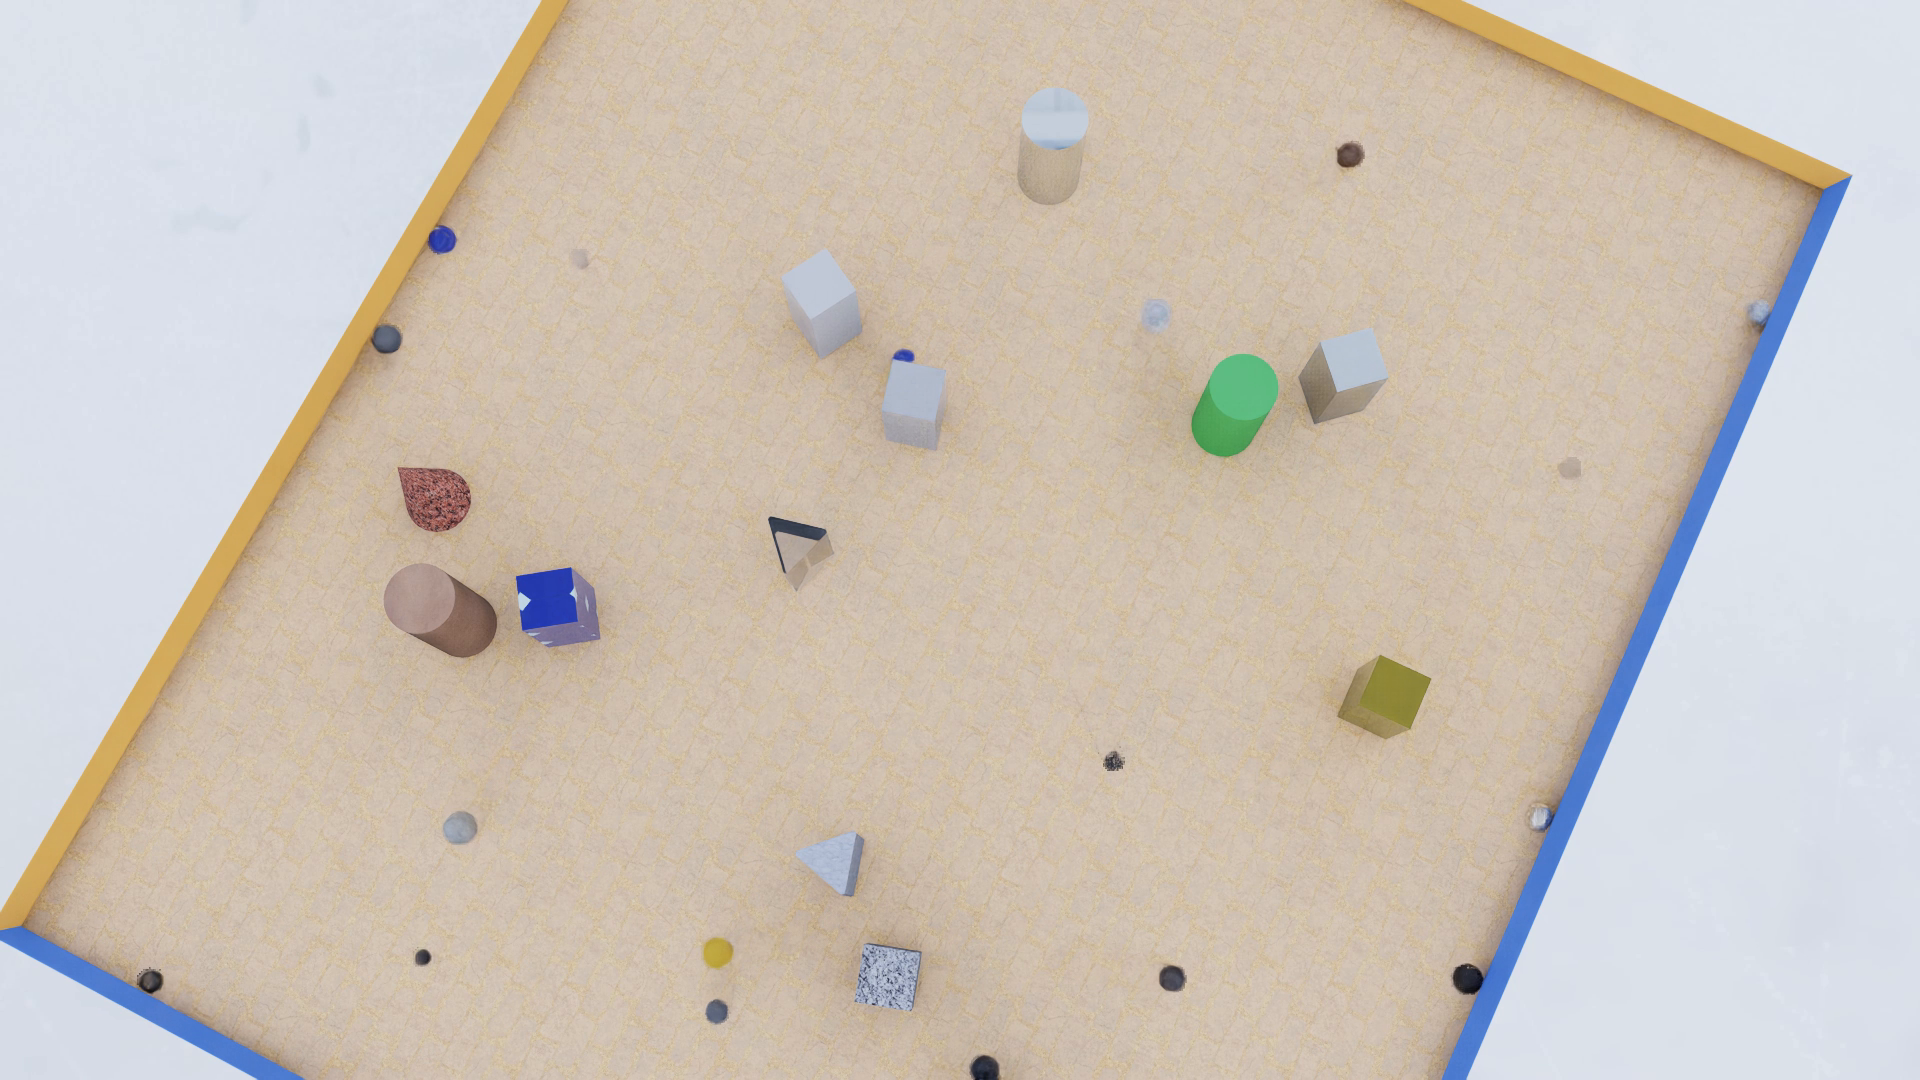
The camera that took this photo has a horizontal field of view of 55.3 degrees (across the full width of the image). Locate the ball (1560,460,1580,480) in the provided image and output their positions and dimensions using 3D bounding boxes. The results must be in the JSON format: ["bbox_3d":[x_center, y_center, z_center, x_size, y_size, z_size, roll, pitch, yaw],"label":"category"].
[{"bbox_3d":[1.874,-0.217,5.630,0.062,0.062,0.062,0,78,0],"label":"ball"}]

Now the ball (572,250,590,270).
[{"bbox_3d":[-1.194,-0.882,5.770,0.057,0.057,0.057,0,78,0],"label":"ball"}]

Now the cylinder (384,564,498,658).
[{"bbox_3d":[-1.505,0.210,5.332,0.200,0.472,0.200,0,78,0],"label":"cylinder"}]

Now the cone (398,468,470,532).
[{"bbox_3d":[-1.605,-0.165,5.435,0.200,0.423,0.200,0,78,0],"label":"cone"}]

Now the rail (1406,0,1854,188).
[{"bbox_3d":[1.010,-1.971,5.958,3.952,0.130,0.045,26,80,5],"label":"rail"}]

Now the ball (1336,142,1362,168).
[{"bbox_3d":[1.239,-1.223,5.828,0.081,0.081,0.081,0,78,0],"label":"ball"}]

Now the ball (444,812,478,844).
[{"bbox_3d":[-1.469,0.846,5.392,0.096,0.096,0.096,0,78,0],"label":"ball"}]

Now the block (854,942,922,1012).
[{"bbox_3d":[-0.202,1.243,5.223,0.160,0.266,0.160,9,78,2],"label":"block"}]

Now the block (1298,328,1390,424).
[{"bbox_3d":[1.155,-0.492,5.536,0.160,0.357,0.160,-16,79,-3],"label":"block"}]

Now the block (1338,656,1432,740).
[{"bbox_3d":[1.239,0.463,5.365,0.160,0.305,0.160,25,79,5],"label":"block"}]

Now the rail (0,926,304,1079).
[{"bbox_3d":[-1.010,1.985,5.138,3.952,0.130,0.045,26,80,5],"label":"rail"}]

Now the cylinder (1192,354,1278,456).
[{"bbox_3d":[0.818,-0.398,5.483,0.200,0.423,0.200,0,78,0],"label":"cylinder"}]

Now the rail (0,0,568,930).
[{"bbox_3d":[-1.746,-0.848,5.725,0.045,0.130,4.565,26,80,5],"label":"rail"}]

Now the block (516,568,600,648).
[{"bbox_3d":[-1.181,0.202,5.402,0.160,0.339,0.160,-9,78,-2],"label":"block"}]

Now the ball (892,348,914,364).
[{"bbox_3d":[-0.176,-0.561,5.698,0.069,0.069,0.069,0,78,0],"label":"ball"}]

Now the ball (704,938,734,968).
[{"bbox_3d":[-0.701,1.199,5.323,0.089,0.089,0.089,0,78,0],"label":"ball"}]

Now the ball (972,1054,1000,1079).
[{"bbox_3d":[0.074,1.520,5.261,0.081,0.081,0.081,0,78,0],"label":"ball"}]

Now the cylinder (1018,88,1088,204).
[{"bbox_3d":[0.282,-1.208,5.648,0.200,0.428,0.200,0,78,0],"label":"cylinder"}]

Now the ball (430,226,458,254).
[{"bbox_3d":[-1.627,-0.946,5.769,0.084,0.084,0.084,0,78,0],"label":"ball"}]

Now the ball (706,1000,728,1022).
[{"bbox_3d":[-0.703,1.363,5.301,0.065,0.065,0.065,0,78,0],"label":"ball"}]

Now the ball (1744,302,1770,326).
[{"bbox_3d":[2.491,-0.705,5.724,0.075,0.075,0.075,0,78,0],"label":"ball"}]

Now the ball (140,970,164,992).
[{"bbox_3d":[-2.347,1.281,5.319,0.064,0.064,0.064,0,78,0],"label":"ball"}]

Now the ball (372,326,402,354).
[{"bbox_3d":[-1.784,-0.622,5.701,0.087,0.087,0.087,0,78,0],"label":"ball"}]

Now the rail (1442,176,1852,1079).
[{"bbox_3d":[1.746,0.862,5.371,0.045,0.130,4.565,26,80,5],"label":"rail"}]

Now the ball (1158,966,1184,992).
[{"bbox_3d":[0.613,1.273,5.315,0.075,0.075,0.075,0,78,0],"label":"ball"}]

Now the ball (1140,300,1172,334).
[{"bbox_3d":[0.610,-0.695,5.710,0.100,0.100,0.100,0,78,0],"label":"ball"}]

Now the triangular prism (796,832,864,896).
[{"bbox_3d":[-0.335,0.896,5.208,0.173,0.436,0.150,40,81,8],"label":"triangular prism"}]

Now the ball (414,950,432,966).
[{"bbox_3d":[-1.565,1.217,5.341,0.046,0.046,0.046,0,78,0],"label":"ball"}]

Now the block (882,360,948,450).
[{"bbox_3d":[-0.135,-0.403,5.527,0.160,0.340,0.160,12,79,2],"label":"block"}]

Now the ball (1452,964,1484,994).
[{"bbox_3d":[1.471,1.271,5.309,0.087,0.087,0.087,0,78,0],"label":"ball"}]

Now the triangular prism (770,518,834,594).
[{"bbox_3d":[-0.498,0.018,5.447,0.150,0.326,0.173,43,81,8],"label":"triangular prism"}]

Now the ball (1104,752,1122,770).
[{"bbox_3d":[0.458,0.656,5.454,0.053,0.053,0.053,0,78,0],"label":"ball"}]

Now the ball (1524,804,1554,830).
[{"bbox_3d":[1.708,0.818,5.406,0.081,0.081,0.081,0,78,0],"label":"ball"}]

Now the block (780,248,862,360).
[{"bbox_3d":[-0.416,-0.713,5.566,0.160,0.387,0.160,-34,80,-7],"label":"block"}]
